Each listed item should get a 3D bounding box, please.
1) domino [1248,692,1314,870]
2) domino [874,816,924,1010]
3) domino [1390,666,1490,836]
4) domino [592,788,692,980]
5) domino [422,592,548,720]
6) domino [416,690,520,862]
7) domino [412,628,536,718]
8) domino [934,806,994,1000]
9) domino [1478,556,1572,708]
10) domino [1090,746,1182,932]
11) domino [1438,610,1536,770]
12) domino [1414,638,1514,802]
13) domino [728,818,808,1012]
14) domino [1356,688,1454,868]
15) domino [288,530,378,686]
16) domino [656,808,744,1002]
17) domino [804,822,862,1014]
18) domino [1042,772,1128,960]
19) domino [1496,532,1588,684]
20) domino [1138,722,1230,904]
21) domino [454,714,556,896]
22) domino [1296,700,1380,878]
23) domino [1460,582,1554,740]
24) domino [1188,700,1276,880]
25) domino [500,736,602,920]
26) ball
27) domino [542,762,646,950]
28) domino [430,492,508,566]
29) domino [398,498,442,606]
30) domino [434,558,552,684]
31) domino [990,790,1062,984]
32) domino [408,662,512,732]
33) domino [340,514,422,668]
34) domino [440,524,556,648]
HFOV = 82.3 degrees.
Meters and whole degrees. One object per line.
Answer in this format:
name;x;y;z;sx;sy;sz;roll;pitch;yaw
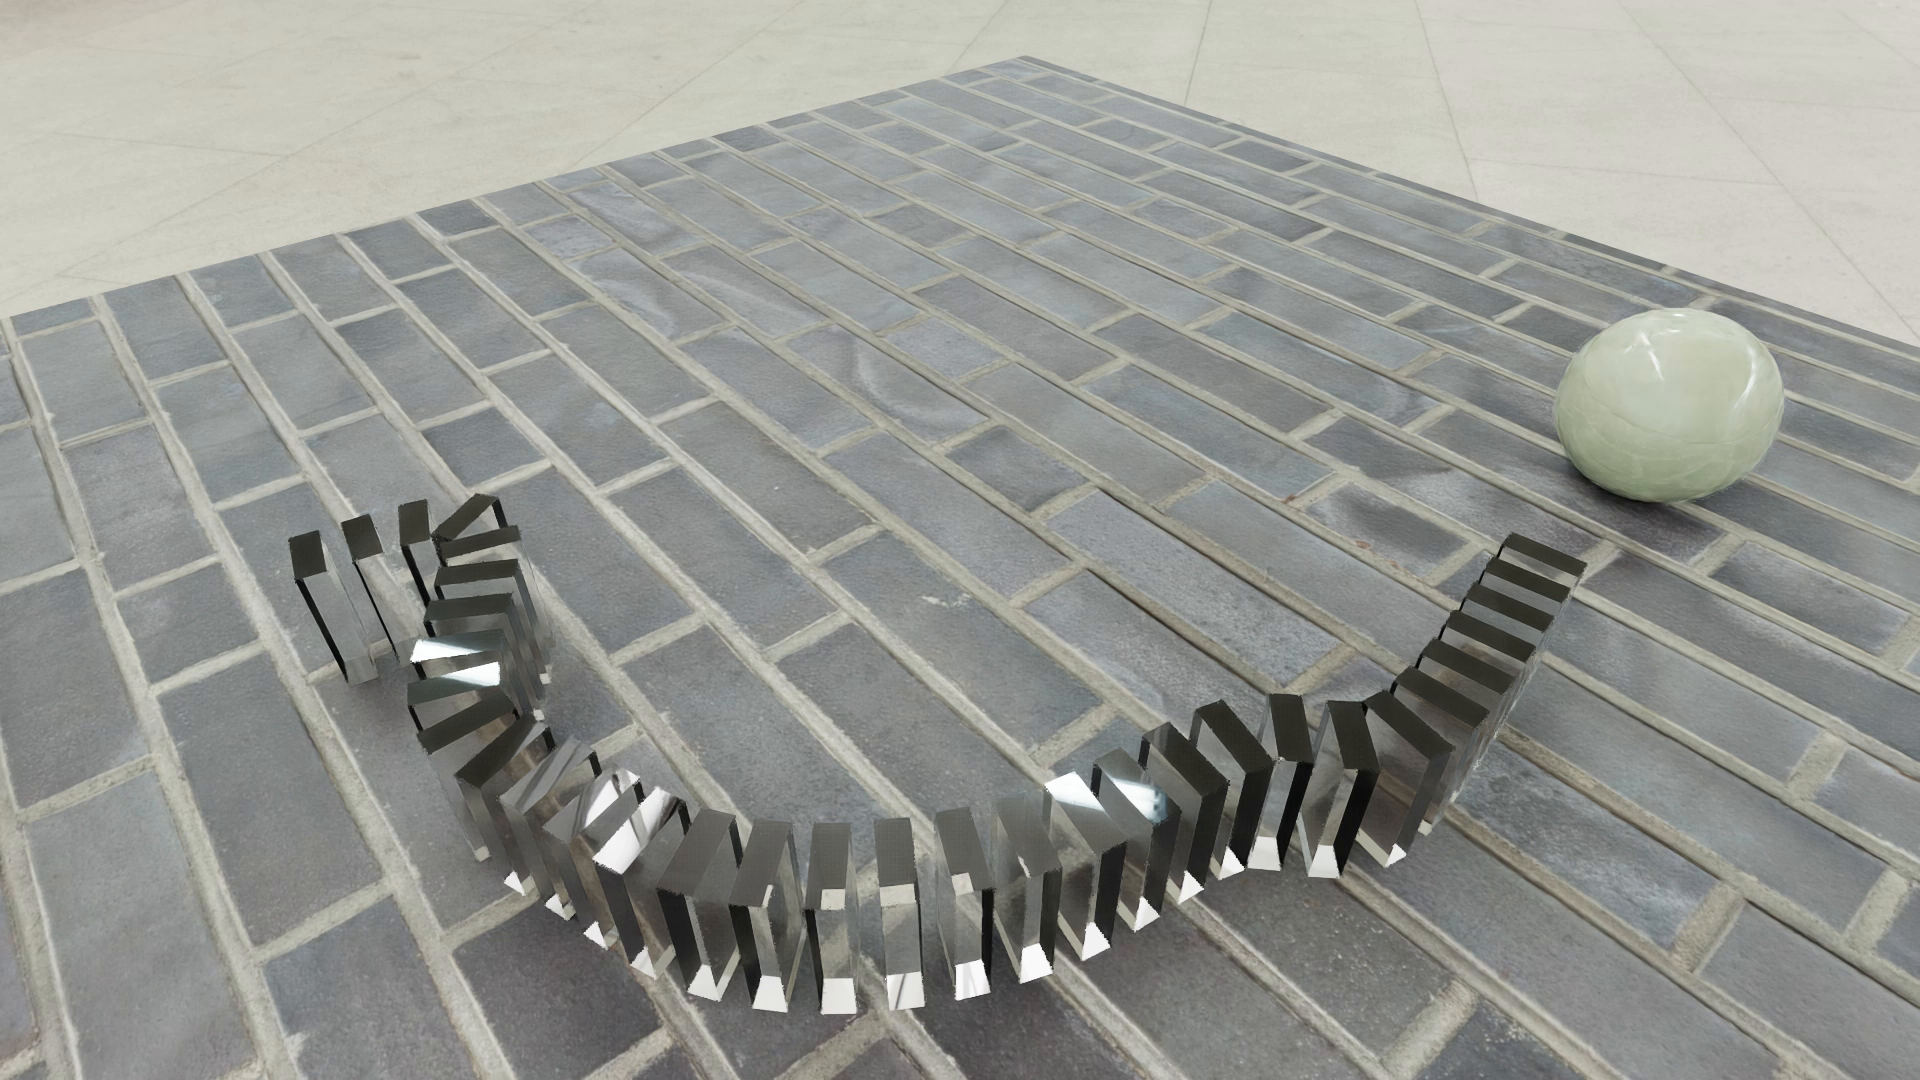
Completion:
domino;0.093;0.072;0.324;0.009;0.050;0.025;4;39;5
domino;-0.016;0.099;0.290;0.009;0.050;0.025;-5;40;-6
domino;0.139;0.064;0.333;0.009;0.050;0.025;-31;49;-32
domino;-0.082;0.093;0.297;0.009;0.050;0.025;18;43;21
domino;-0.155;0.040;0.362;0.025;0.050;0.009;-6;40;-7
domino;-0.139;0.070;0.326;0.025;0.050;0.010;-30;48;-31
domino;-0.152;0.051;0.349;0.025;0.050;0.010;-7;40;-9
domino;0.001;0.097;0.293;0.009;0.050;0.025;-9;40;-11
domino;0.184;0.032;0.372;0.025;0.050;0.010;28;47;30
domino;0.047;0.084;0.308;0.009;0.050;0.025;-22;44;-25
domino;0.162;0.049;0.352;0.025;0.050;0.009;29;47;30
domino;0.151;0.057;0.342;0.025;0.050;0.010;30;48;32
domino;-0.050;0.100;0.290;0.010;0.050;0.025;4;40;5
domino;0.126;0.071;0.325;0.009;0.050;0.025;-20;43;-23
domino;-0.217;0.024;0.382;0.010;0.050;0.025;-20;43;-23
domino;-0.066;0.097;0.293;0.009;0.050;0.025;10;40;12
domino;-0.033;0.100;0.289;0.009;0.050;0.025;-1;39;-1
domino;0.033;0.090;0.302;0.010;0.050;0.025;-18;43;-21
domino;0.195;0.024;0.382;0.025;0.050;0.009;30;48;31
domino;0.061;0.079;0.315;0.010;0.050;0.025;-21;44;-24
domino;-0.126;0.077;0.318;0.009;0.050;0.025;20;43;23
domino;0.109;0.073;0.322;0.009;0.050;0.025;2;39;3
domino;0.173;0.040;0.362;0.025;0.050;0.010;28;47;30
domino;0.076;0.074;0.322;0.009;0.050;0.025;-15;42;-18
domino;-0.111;0.082;0.311;0.009;0.050;0.025;21;44;24
ball;0.292;-0.055;0.455;0.080;0.080;0.080;0;39;0
domino;-0.097;0.088;0.304;0.010;0.050;0.025;22;44;25
domino;-0.172;0.011;0.398;0.009;0.050;0.025;12;41;14
domino;-0.189;0.013;0.395;0.010;0.050;0.025;-15;42;-18
domino;-0.158;0.030;0.375;0.025;0.050;0.010;-7;40;-8
domino;0.017;0.094;0.297;0.010;0.050;0.025;-13;41;-15
domino;-0.148;0.061;0.337;0.025;0.050;0.009;-13;41;-16
domino;-0.203;0.018;0.389;0.009;0.050;0.025;-22;44;-25
domino;-0.162;0.020;0.387;0.025;0.050;0.010;-16;42;-19
